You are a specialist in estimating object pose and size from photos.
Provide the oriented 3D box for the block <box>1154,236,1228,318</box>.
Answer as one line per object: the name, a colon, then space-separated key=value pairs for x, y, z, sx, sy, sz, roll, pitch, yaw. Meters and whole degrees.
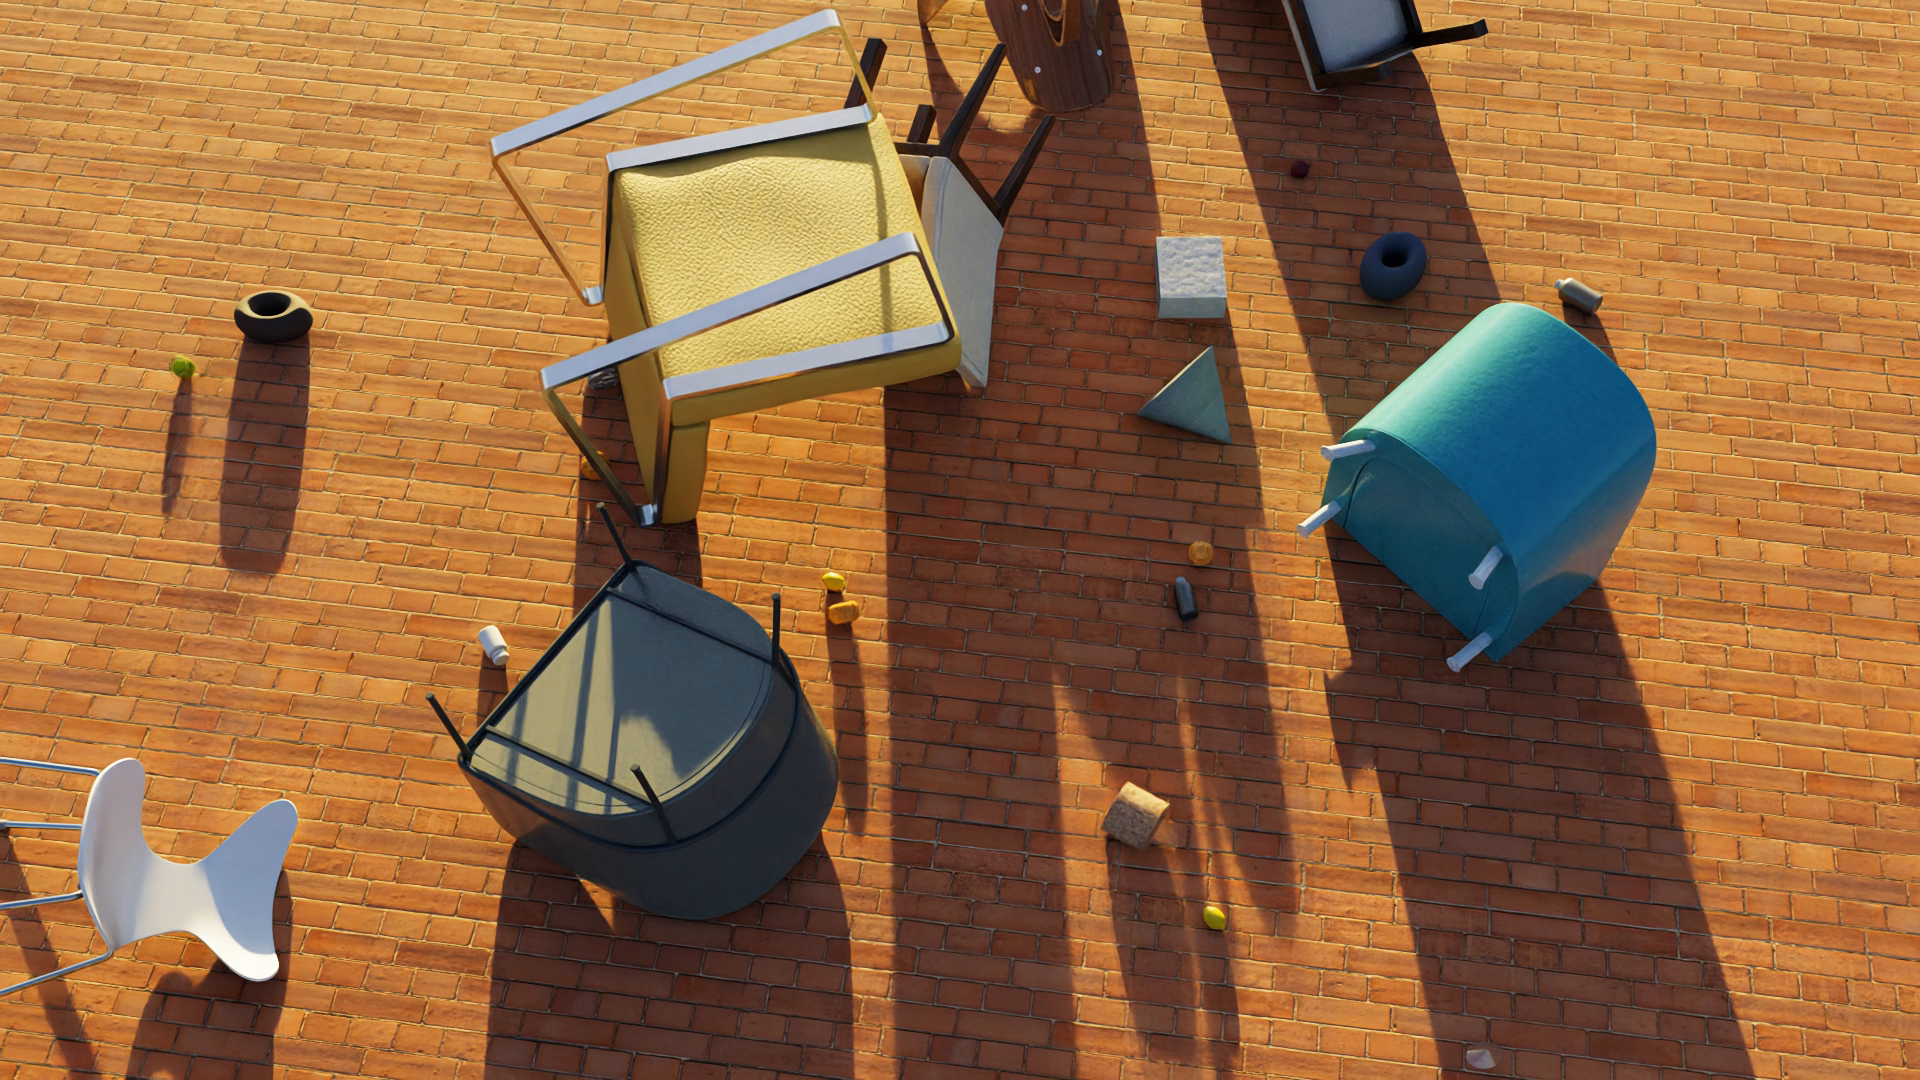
block: x=0.741 y=-0.846 z=7.080 sx=0.211 sy=0.102 sz=0.255 roll=0 pitch=56 yaw=0

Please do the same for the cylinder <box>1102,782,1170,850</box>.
cylinder: x=0.479 y=0.756 z=6.013 sx=0.128 sy=0.083 sz=0.149 roll=28 pitch=75 yaw=17

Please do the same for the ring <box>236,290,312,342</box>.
ring: x=-2.179 y=-0.709 z=6.983 sx=0.247 sy=0.113 sz=0.165 roll=1 pitch=55 yaw=2

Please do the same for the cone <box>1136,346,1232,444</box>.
cone: x=0.749 y=-0.394 z=6.770 sx=0.317 sy=0.228 sz=0.269 roll=-42 pitch=91 yaw=2

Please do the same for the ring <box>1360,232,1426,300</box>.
ring: x=1.397 y=-0.884 z=7.091 sx=0.192 sy=0.129 sz=0.261 roll=32 pitch=61 yaw=22

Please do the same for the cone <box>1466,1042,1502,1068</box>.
cone: x=1.355 y=1.319 z=5.664 sx=0.098 sy=0.041 sz=0.072 roll=-15 pitch=57 yaw=-10
